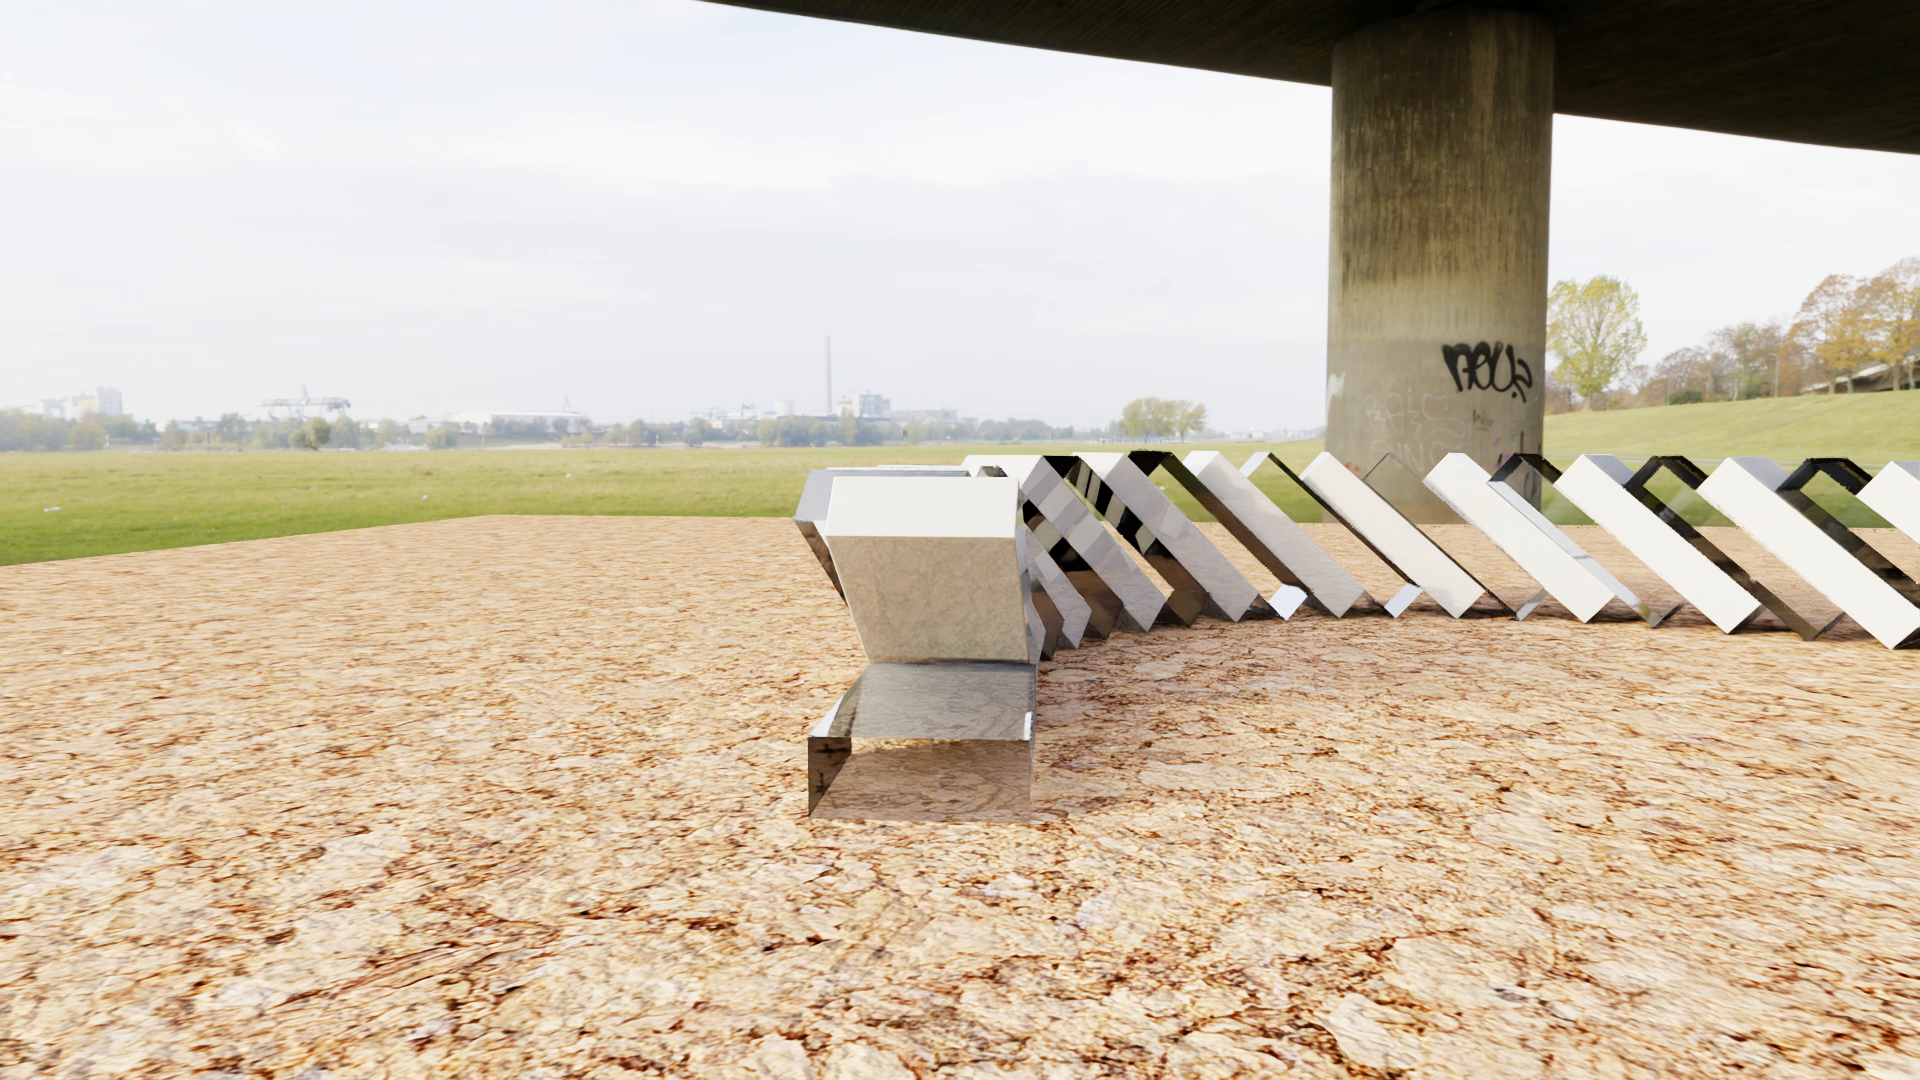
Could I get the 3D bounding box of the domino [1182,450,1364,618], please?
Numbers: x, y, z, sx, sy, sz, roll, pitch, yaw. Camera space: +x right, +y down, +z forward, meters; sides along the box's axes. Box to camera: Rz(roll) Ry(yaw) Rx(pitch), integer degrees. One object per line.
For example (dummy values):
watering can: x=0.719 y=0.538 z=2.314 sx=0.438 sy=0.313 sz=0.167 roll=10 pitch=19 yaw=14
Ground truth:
domino: x=0.076 y=-0.002 z=0.322 sx=0.050 sy=0.010 sz=0.025 roll=42 pitch=0 yaw=-6

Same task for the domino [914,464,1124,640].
domino: x=0.011 y=0.003 z=0.274 sx=0.025 sy=0.009 sz=0.050 roll=4 pitch=-32 yaw=46

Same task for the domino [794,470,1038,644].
domino: x=-0.005 y=0.008 z=0.208 sx=0.025 sy=0.010 sz=0.050 roll=1 pitch=-34 yaw=19

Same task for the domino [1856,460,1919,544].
domino: x=0.212 y=0.004 z=0.261 sx=0.025 sy=0.009 sz=0.050 roll=-3 pitch=45 yaw=-39

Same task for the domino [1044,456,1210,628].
domino: x=0.033 y=0.000 z=0.299 sx=0.050 sy=0.009 sz=0.025 roll=44 pitch=-18 yaw=-26

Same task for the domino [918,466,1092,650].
domino: x=0.004 y=0.004 z=0.258 sx=0.025 sy=0.010 sz=0.050 roll=3 pitch=-33 yaw=37

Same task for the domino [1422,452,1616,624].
domino: x=0.140 y=-0.002 z=0.320 sx=0.050 sy=0.010 sz=0.025 roll=46 pitch=23 yaw=19

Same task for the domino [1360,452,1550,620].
domino: x=0.124 y=-0.002 z=0.323 sx=0.050 sy=0.010 sz=0.025 roll=44 pitch=17 yaw=12

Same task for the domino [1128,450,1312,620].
domino: x=0.061 y=-0.002 z=0.317 sx=0.050 sy=0.009 sz=0.025 roll=43 pitch=-6 yaw=-13

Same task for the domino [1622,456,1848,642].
domino: x=0.179 y=0.001 z=0.294 sx=0.025 sy=0.009 sz=0.050 roll=-5 pitch=47 yaw=-46

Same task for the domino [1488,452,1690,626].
domino: x=0.155 y=-0.001 z=0.313 sx=0.025 sy=0.009 sz=0.050 roll=-4 pitch=47 yaw=-53

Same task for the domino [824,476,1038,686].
domino: x=-0.002 y=0.009 z=0.189 sx=0.025 sy=0.009 sz=0.050 roll=1 pitch=-33 yaw=7

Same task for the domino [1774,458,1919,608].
domino: x=0.202 y=0.002 z=0.273 sx=0.025 sy=0.009 sz=0.050 roll=-3 pitch=45 yaw=-39

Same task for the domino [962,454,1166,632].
domino: x=0.022 y=0.001 z=0.287 sx=0.025 sy=0.009 sz=0.050 roll=5 pitch=-35 yaw=52

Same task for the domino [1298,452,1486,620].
domino: x=0.108 y=-0.002 z=0.325 sx=0.050 sy=0.010 sz=0.025 roll=43 pitch=12 yaw=6

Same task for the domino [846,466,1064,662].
domino: x=-0.001 y=0.005 z=0.242 sx=0.025 sy=0.009 sz=0.050 roll=3 pitch=-33 yaw=30

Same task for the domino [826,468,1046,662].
domino: x=-0.004 y=0.006 z=0.224 sx=0.025 sy=0.010 sz=0.050 roll=2 pitch=-34 yaw=22

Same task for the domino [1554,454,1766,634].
domino: x=0.168 y=0.000 z=0.305 sx=0.025 sy=0.009 sz=0.050 roll=-4 pitch=46 yaw=-48

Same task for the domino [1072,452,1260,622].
domino: x=0.047 y=-0.001 z=0.309 sx=0.050 sy=0.009 sz=0.025 roll=43 pitch=-12 yaw=-19

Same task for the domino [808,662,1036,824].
domino: x=-0.003 y=0.025 z=0.169 sx=0.025 sy=0.009 sz=0.050 roll=0 pitch=4 yaw=4

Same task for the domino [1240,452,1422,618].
domino: x=0.092 y=-0.002 z=0.325 sx=0.050 sy=0.009 sz=0.025 roll=42 pitch=7 yaw=1

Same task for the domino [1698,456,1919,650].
domino: x=0.192 y=0.001 z=0.284 sx=0.025 sy=0.009 sz=0.050 roll=-4 pitch=46 yaw=-41
